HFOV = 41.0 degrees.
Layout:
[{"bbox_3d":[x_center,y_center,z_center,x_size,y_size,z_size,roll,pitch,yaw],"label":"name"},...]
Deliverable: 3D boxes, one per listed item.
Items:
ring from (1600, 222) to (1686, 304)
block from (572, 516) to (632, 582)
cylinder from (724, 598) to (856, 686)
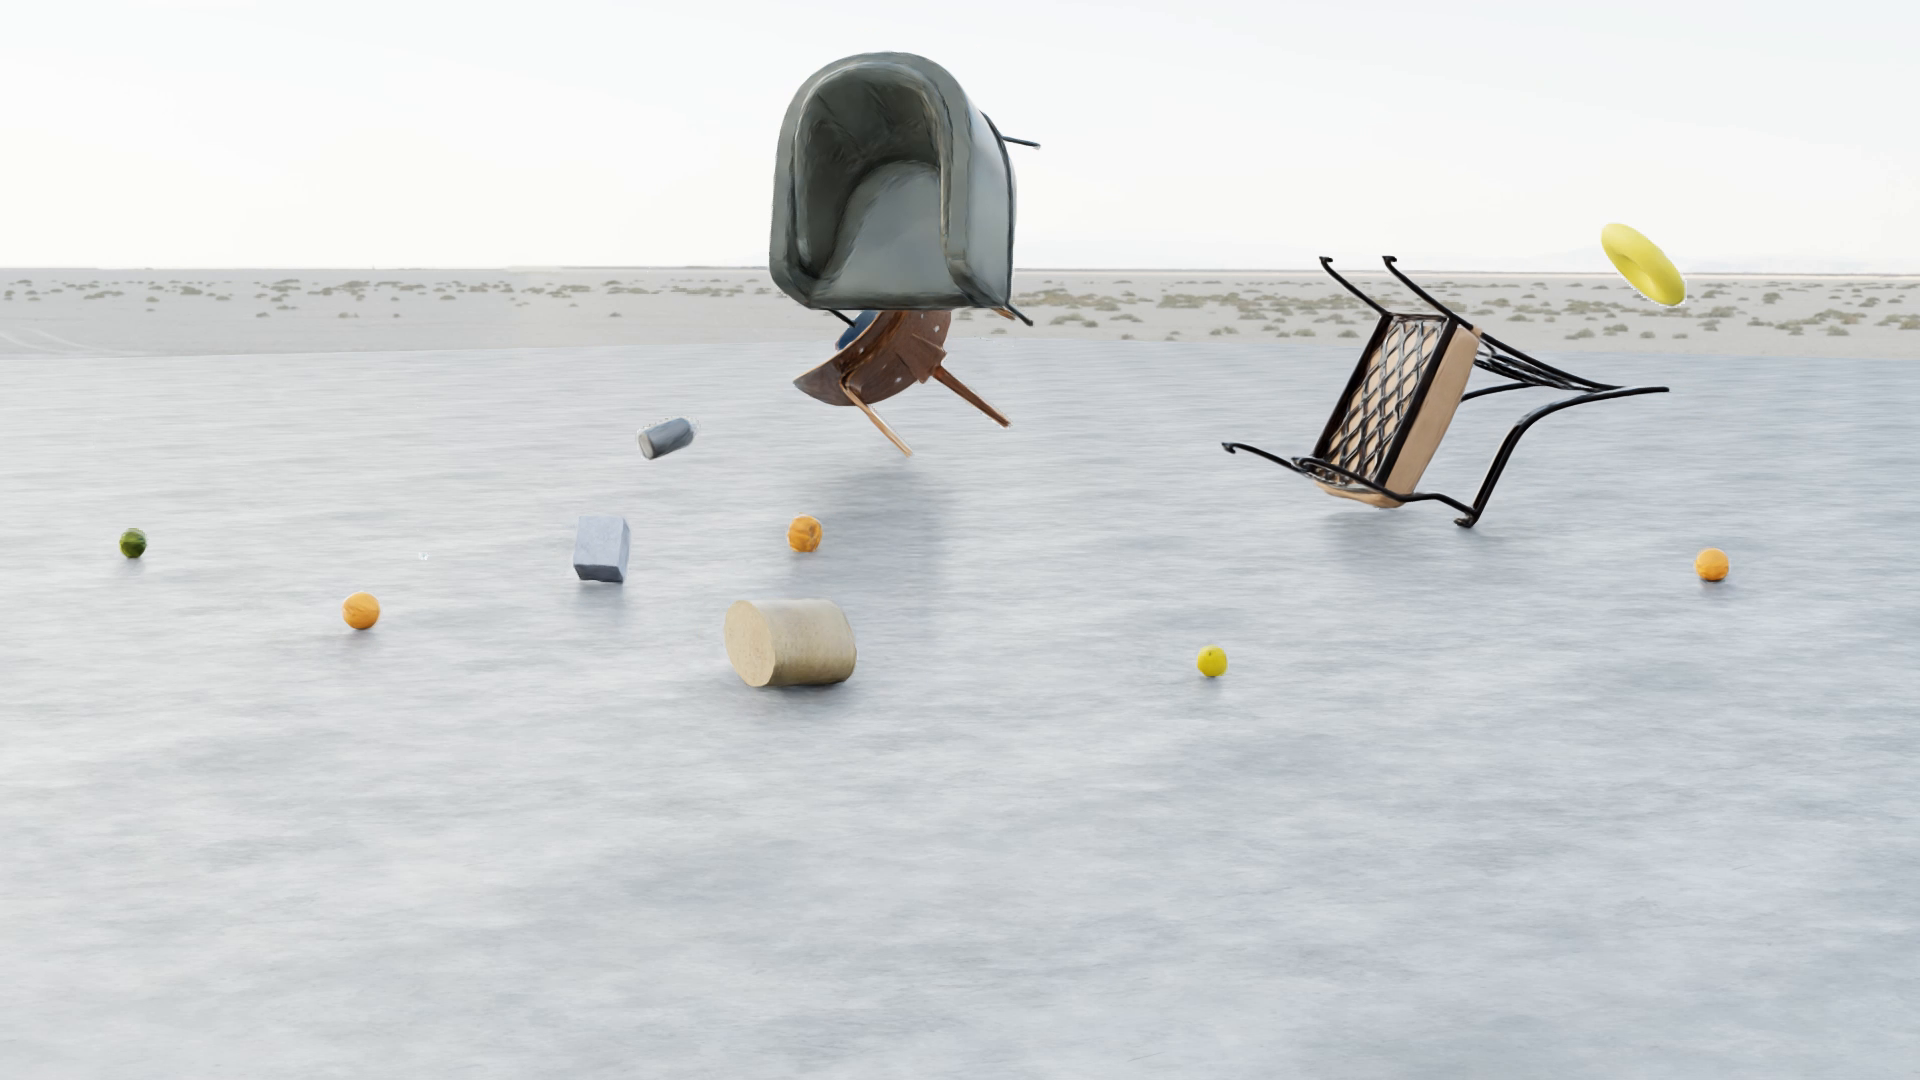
[{"bbox_3d":[1.849,-0.748,6.947,0.295,0.068,0.282,47,1,32],"label":"ring"},{"bbox_3d":[-0.769,0.019,5.513,0.097,0.114,0.089,2,-24,5],"label":"block"},{"bbox_3d":[-0.275,0.164,4.134,0.148,0.128,0.180,-1,24,-33],"label":"cylinder"}]
